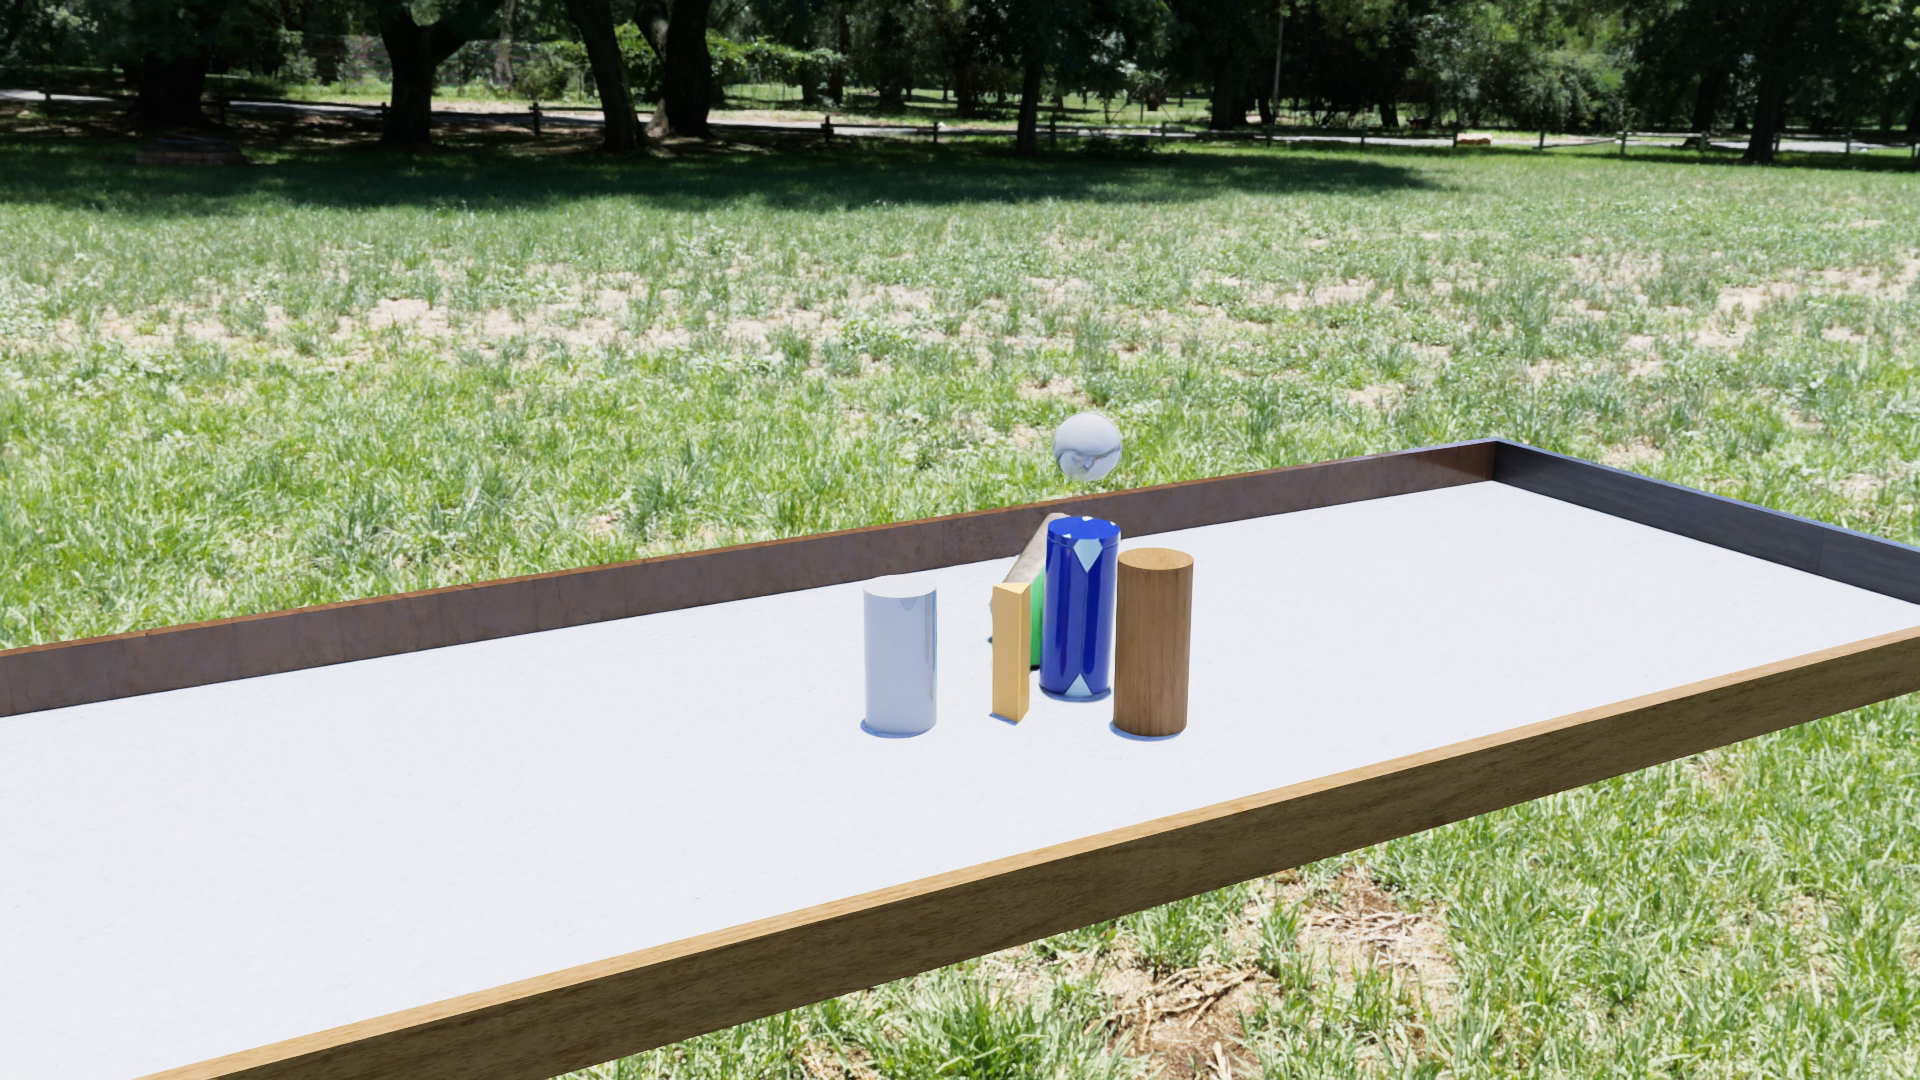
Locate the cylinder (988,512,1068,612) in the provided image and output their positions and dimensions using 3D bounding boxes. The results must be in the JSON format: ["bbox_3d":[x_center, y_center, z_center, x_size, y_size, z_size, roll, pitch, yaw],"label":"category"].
[{"bbox_3d":[0.227,0.096,4.468,0.165,0.165,0.309,13,58,38],"label":"cylinder"}]

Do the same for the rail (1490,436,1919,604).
[{"bbox_3d":[2.466,-0.048,5.253,0.050,0.150,2.100,-9,18,-27],"label":"rail"}]

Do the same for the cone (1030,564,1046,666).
[{"bbox_3d":[0.203,0.147,4.236,0.144,0.318,0.144,21,7,-3],"label":"cone"}]

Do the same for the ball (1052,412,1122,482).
[{"bbox_3d":[0.323,-0.236,4.204,0.176,0.176,0.176,0,16,0],"label":"ball"}]

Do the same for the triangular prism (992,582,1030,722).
[{"bbox_3d":[0.137,0.260,3.903,0.078,0.319,0.091,-15,22,-41],"label":"triangular prism"}]

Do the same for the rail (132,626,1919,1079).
[{"bbox_3d":[-2.336,1.006,1.665,12.000,0.150,0.050,-9,18,-27],"label":"rail"}]

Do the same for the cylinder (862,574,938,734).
[{"bbox_3d":[-0.139,0.267,3.854,0.172,0.335,0.172,0,16,0],"label":"cylinder"}]

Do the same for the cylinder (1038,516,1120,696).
[{"bbox_3d":[0.293,0.163,4.064,0.177,0.407,0.177,2,19,-1],"label":"cylinder"}]

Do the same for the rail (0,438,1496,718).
[{"bbox_3d":[-3.305,0.497,3.399,12.000,0.150,0.050,-9,18,-27],"label":"rail"}]

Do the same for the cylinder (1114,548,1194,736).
[{"bbox_3d":[0.448,0.236,3.834,0.174,0.405,0.174,0,16,0],"label":"cylinder"}]
